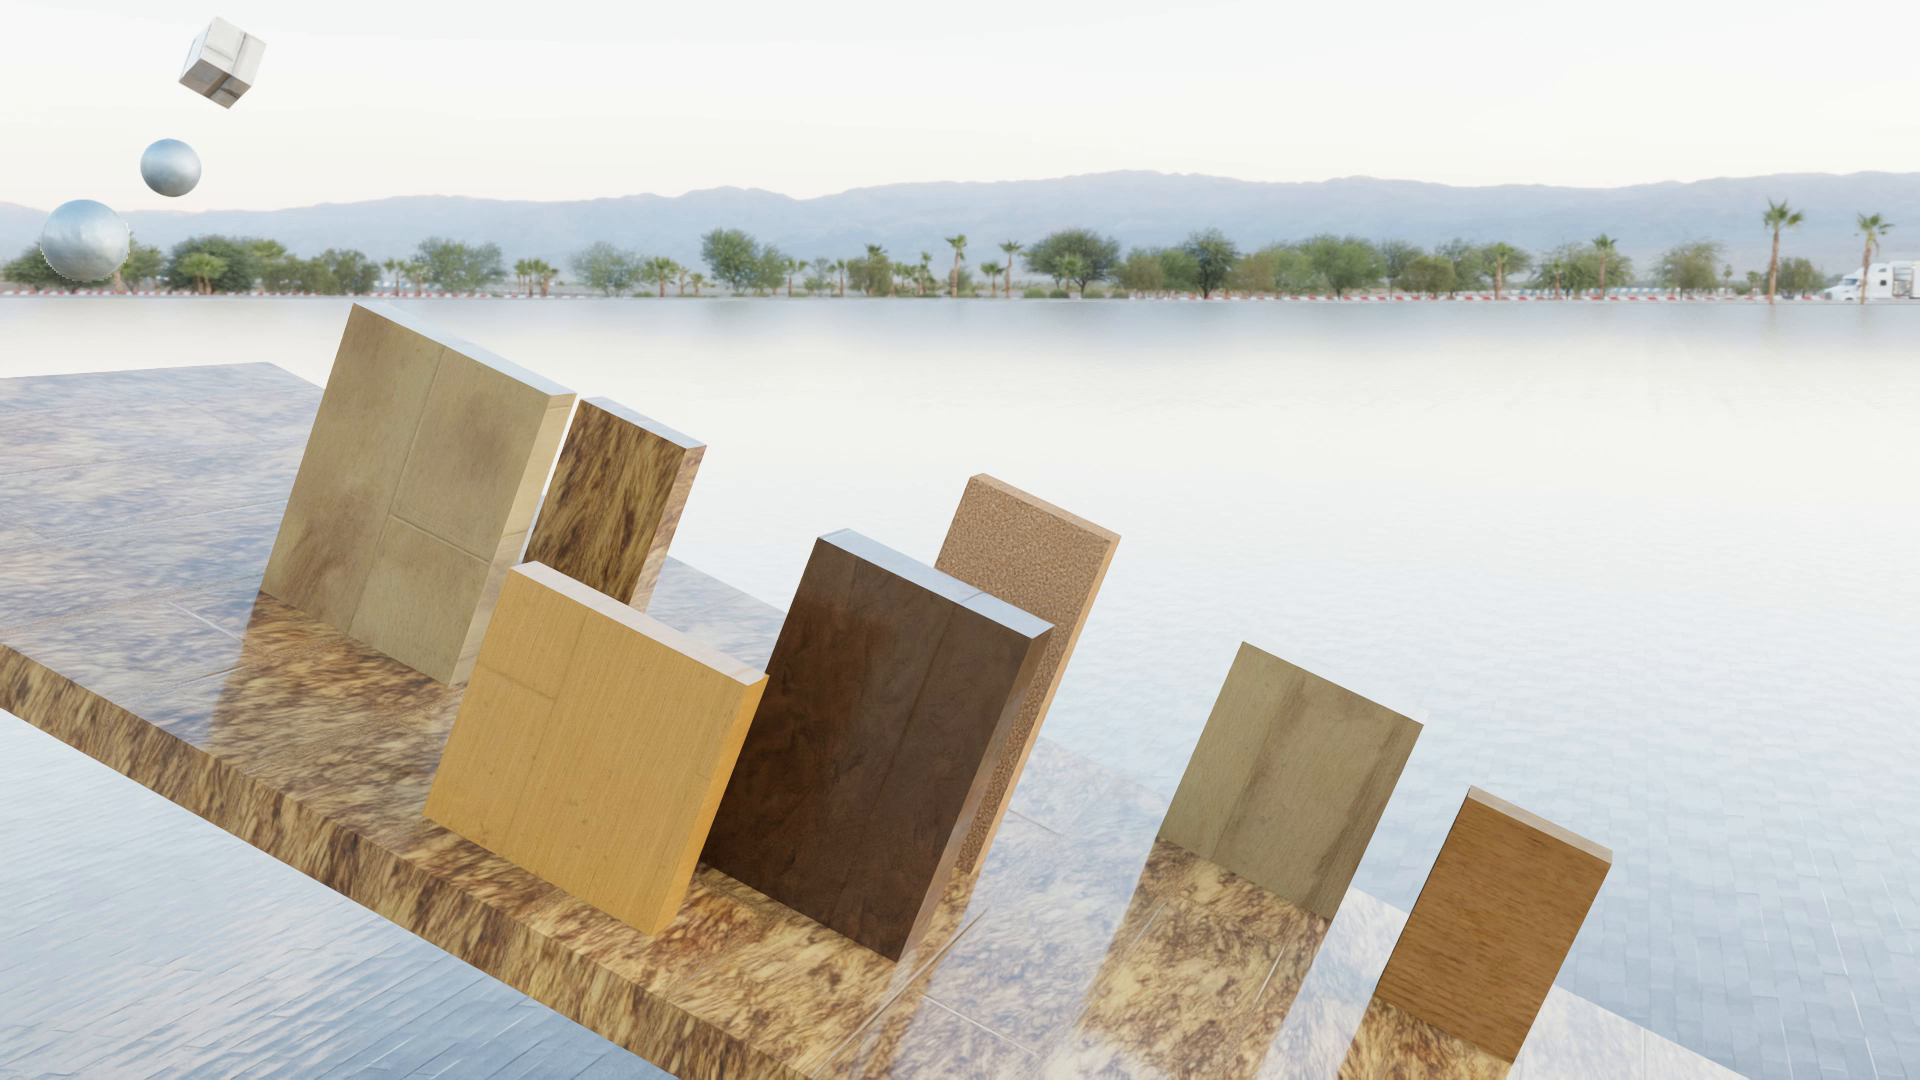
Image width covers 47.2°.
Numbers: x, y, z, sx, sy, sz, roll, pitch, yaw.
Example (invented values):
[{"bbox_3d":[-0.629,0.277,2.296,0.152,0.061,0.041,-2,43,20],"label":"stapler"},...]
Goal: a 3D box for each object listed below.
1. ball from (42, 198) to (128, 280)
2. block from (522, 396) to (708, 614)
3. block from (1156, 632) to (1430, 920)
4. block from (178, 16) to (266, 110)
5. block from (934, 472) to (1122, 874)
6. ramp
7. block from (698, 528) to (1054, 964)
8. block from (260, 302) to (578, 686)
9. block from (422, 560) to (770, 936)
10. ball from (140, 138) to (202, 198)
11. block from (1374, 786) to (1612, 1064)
[{"bbox_3d":[-1.676,-0.575,4.215,0.155,0.155,0.155,0,7,0],"label":"ball"},{"bbox_3d":[-0.737,-0.050,4.629,0.258,0.435,0.106,25,13,13],"label":"block"},{"bbox_3d":[0.711,0.500,4.701,0.411,0.468,0.140,25,13,13],"label":"block"},{"bbox_3d":[-1.477,-0.955,4.403,0.110,0.110,0.110,28,-34,-33],"label":"block"},{"bbox_3d":[0.032,0.250,4.102,0.287,0.689,0.088,25,13,13],"label":"block"},{"bbox_3d":[-0.301,0.530,4.191,4.000,0.100,2.000,25,13,13],"label":"ramp"},{"bbox_3d":[-0.147,0.337,3.660,0.392,0.597,0.141,25,13,13],"label":"block"},{"bbox_3d":[-0.998,-0.087,4.034,0.424,0.576,0.102,25,13,13],"label":"block"},{"bbox_3d":[-0.569,0.320,3.408,0.424,0.432,0.087,25,13,13],"label":"block"},{"bbox_3d":[-1.578,-0.744,4.398,0.117,0.117,0.117,0,7,0],"label":"ball"},{"bbox_3d":[1.035,0.747,4.280,0.292,0.445,0.102,25,13,13],"label":"block"}]
